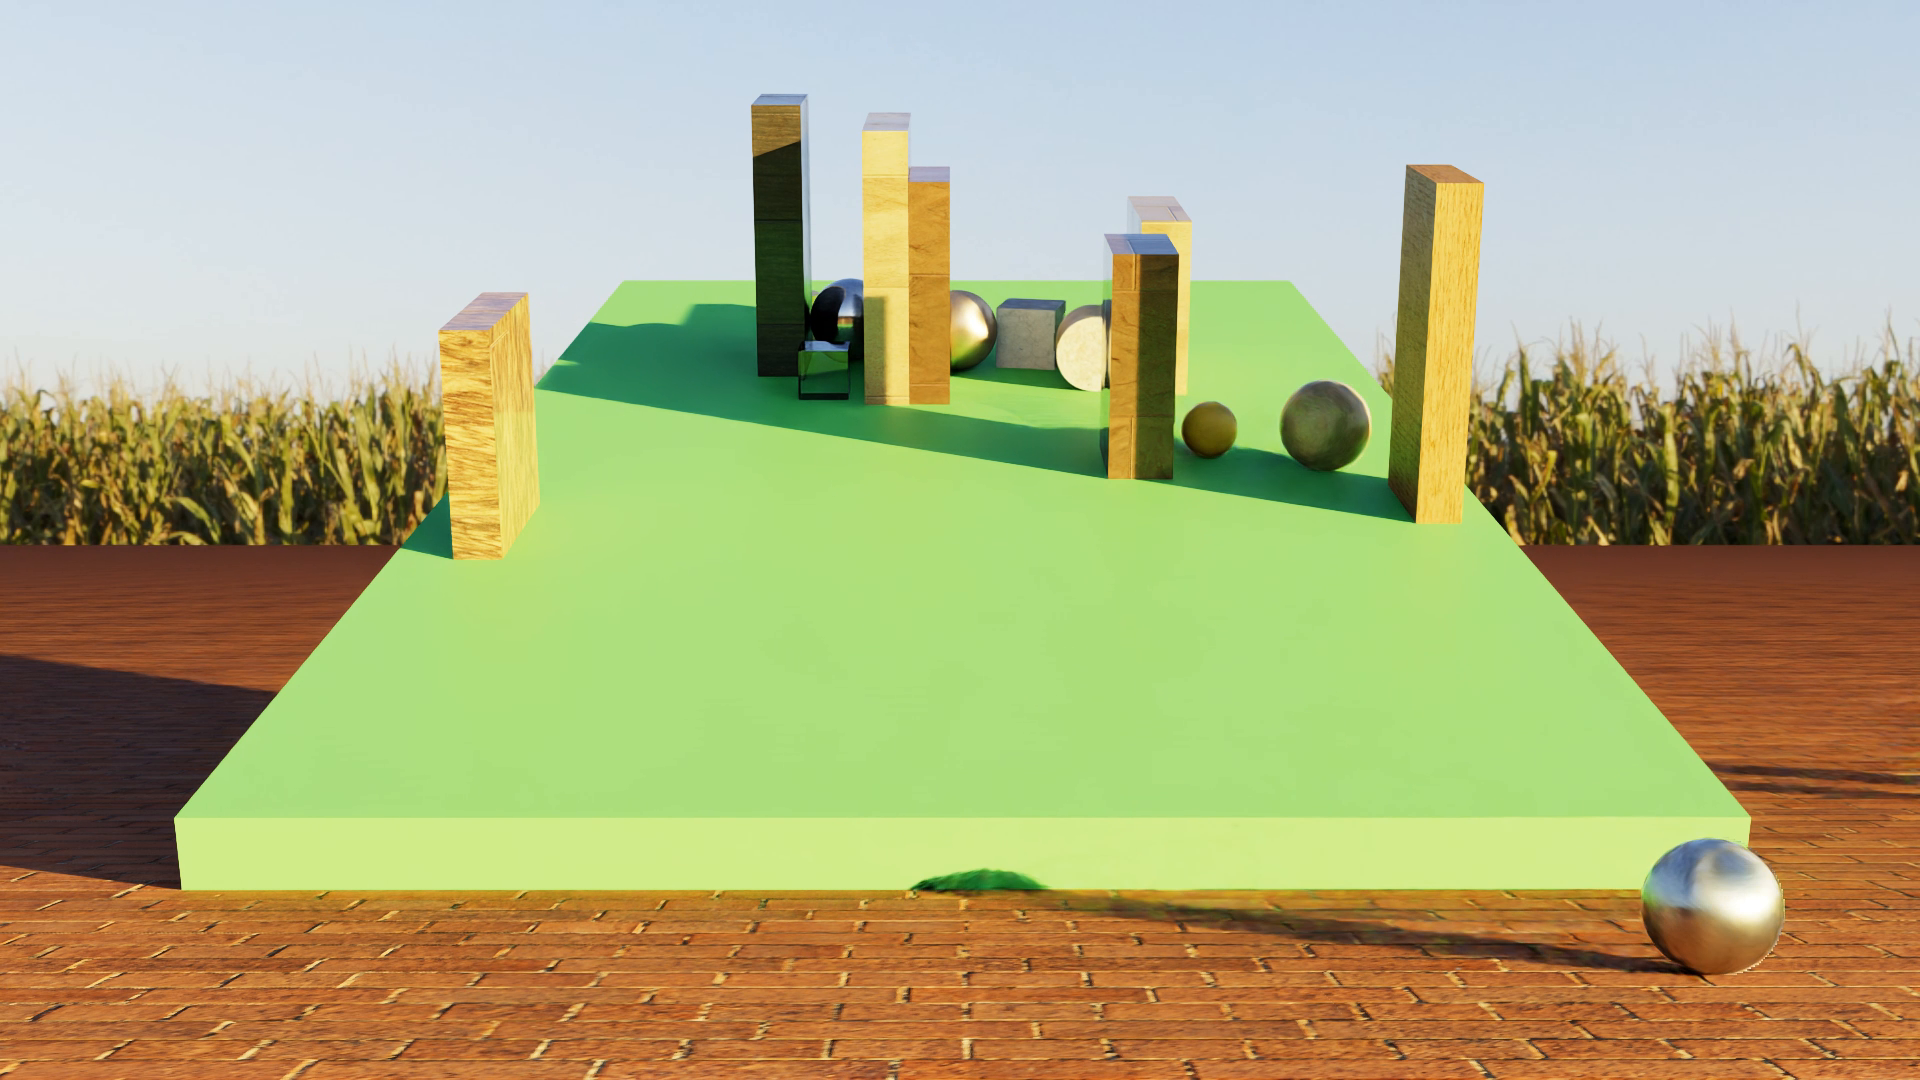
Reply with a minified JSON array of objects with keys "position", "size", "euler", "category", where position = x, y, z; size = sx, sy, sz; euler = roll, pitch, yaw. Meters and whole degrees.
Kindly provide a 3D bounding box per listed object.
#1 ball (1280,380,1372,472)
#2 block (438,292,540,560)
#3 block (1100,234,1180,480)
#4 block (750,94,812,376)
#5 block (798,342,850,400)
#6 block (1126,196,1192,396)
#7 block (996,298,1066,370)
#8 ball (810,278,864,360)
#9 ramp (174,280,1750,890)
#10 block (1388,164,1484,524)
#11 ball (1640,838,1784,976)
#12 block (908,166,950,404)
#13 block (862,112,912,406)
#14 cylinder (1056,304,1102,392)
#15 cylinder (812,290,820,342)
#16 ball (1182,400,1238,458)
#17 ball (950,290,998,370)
[{"position":[0.737,-0.231,4.460],"size":[0.185,0.185,0.185],"euler":[0,0,0],"category":"ball"},{"position":[-0.846,-0.213,4.002],"size":[0.085,0.408,0.371],"euler":[0,16,0],"category":"block"},{"position":[0.360,-0.375,4.478],"size":[0.129,0.451,0.266],"euler":[0,16,0],"category":"block"},{"position":[-0.430,-0.745,5.387],"size":[0.115,0.645,0.297],"euler":[0,16,0],"category":"block"},{"position":[-0.314,-0.393,5.132],"size":[0.114,0.114,0.114],"euler":[0,16,0],"category":"block"},{"position":[0.469,-0.591,5.291],"size":[0.114,0.404,0.429],"euler":[0,16,0],"category":"block"},{"position":[0.176,-0.511,5.475],"size":[0.147,0.147,0.147],"euler":[4,17,12],"category":"block"},{"position":[-0.271,-0.549,5.502],"size":[0.204,0.204,0.204],"euler":[0,0,0],"category":"ball"},{"position":[-0.002,-0.166,4.740],"size":[2.000,0.100,4.000],"euler":[0,16,0],"category":"ramp"},{"position":[0.889,-0.372,4.154],"size":[0.084,0.629,0.280],"euler":[0,16,0],"category":"block"},{"position":[0.777,0.379,2.289],"size":[0.140,0.140,0.140],"euler":[0,0,0],"category":"ball"},{"position":[-0.069,-0.592,5.116],"size":[0.092,0.505,0.290],"euler":[0,16,0],"category":"block"},{"position":[-0.167,-0.663,5.159],"size":[0.101,0.617,0.420],"euler":[0,16,0],"category":"block"},{"position":[0.316,-0.457,5.243],"size":[0.175,0.175,0.175],"euler":[0,16,2],"category":"cylinder"},{"position":[-0.428,-0.563,5.667],"size":[0.138,0.138,0.138],"euler":[0,16,0],"category":"cylinder"},{"position":[0.516,-0.229,4.573],"size":[0.117,0.117,0.117],"euler":[0,0,0],"category":"ball"},{"position":[-0.006,-0.512,5.392],"size":[0.195,0.195,0.195],"euler":[0,0,0],"category":"ball"}]
